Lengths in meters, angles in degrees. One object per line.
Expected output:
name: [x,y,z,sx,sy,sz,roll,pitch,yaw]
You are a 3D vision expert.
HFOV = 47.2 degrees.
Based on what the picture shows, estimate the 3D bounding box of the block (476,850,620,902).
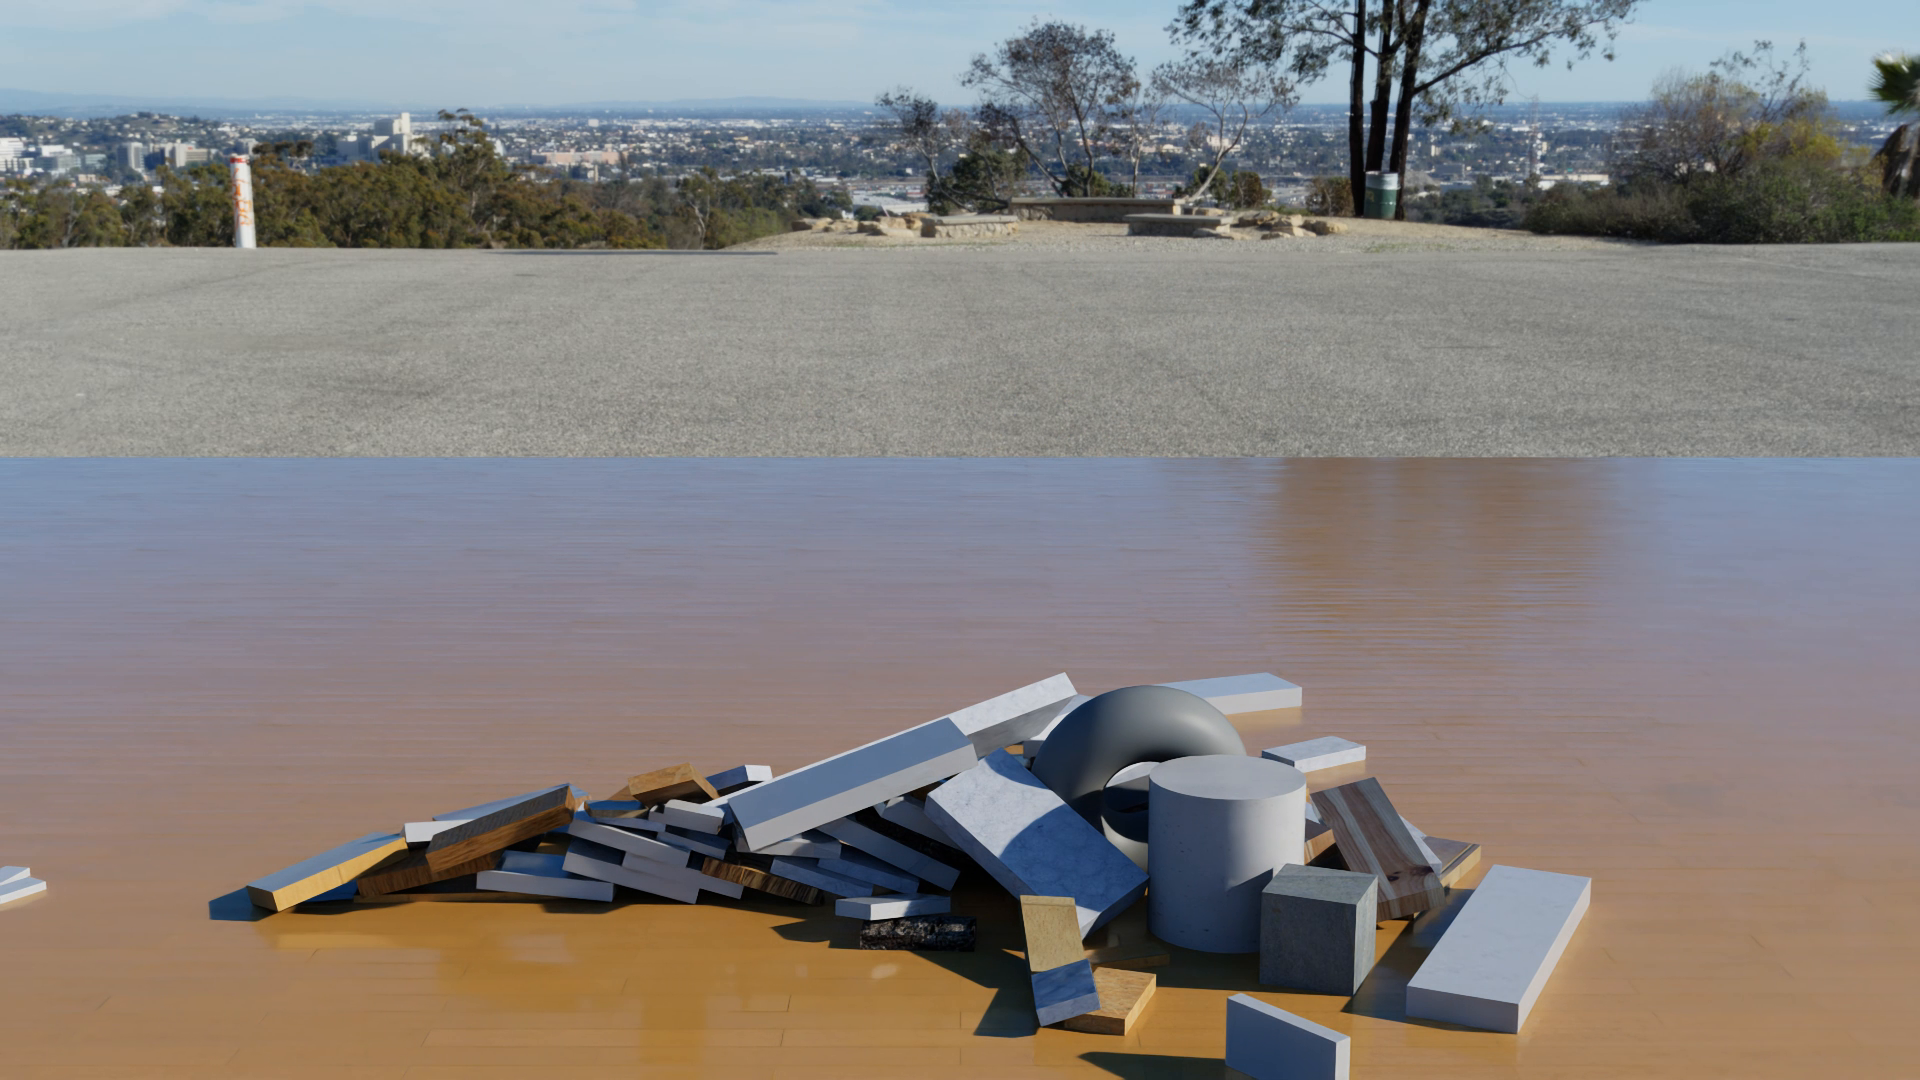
block: [-0.681,0.558,3.666,0.224,0.032,0.112,5,10,0]

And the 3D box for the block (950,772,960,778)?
block: [0.086,0.458,3.775,0.268,0.035,0.125,38,1,-41]

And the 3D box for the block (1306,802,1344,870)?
block: [0.571,0.509,3.988,0.150,0.042,0.449,-3,11,-17]

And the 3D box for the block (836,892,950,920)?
block: [-0.107,0.585,3.517,0.170,0.024,0.085,3,-4,-43]

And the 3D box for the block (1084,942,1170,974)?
block: [0.214,0.641,3.349,0.206,0.016,0.057,-4,11,-20]

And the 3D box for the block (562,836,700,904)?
block: [-0.541,0.544,3.661,0.224,0.032,0.112,16,10,-5]

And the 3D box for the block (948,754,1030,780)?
block: [0.167,0.443,4.199,0.340,0.048,0.170,0,3,-27]

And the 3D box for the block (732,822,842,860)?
block: [-0.287,0.495,3.632,0.170,0.024,0.085,6,10,-13]

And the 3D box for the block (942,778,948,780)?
block: [0.014,0.470,4.253,0.069,0.020,0.139,-6,12,-39]

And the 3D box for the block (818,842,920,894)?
block: [-0.153,0.546,3.680,0.170,0.024,0.085,18,9,-5]

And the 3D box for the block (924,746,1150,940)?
block: [0.121,0.489,3.532,0.170,0.048,0.340,-29,56,-35]

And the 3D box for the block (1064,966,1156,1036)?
block: [0.219,0.667,3.186,0.089,0.025,0.177,4,11,19]

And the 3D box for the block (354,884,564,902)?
block: [-0.827,0.586,3.656,0.349,0.013,0.046,-1,11,-3]

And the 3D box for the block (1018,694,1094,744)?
block: [0.173,0.378,4.701,0.142,0.040,0.283,8,13,37]

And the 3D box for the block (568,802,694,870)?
block: [-0.538,0.486,3.632,0.201,0.028,0.100,17,9,-1]

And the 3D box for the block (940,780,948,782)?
block: [-0.085,0.480,4.208,0.138,0.020,0.069,-8,13,-36]

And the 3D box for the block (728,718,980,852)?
block: [-0.177,0.398,3.616,0.397,0.040,0.142,-20,18,-12]

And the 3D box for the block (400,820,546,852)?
block: [-0.840,0.514,3.767,0.236,0.033,0.118,0,-27,-25]

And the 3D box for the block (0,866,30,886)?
block: [-1.622,0.574,3.719,0.046,0.013,0.093,2,11,11]

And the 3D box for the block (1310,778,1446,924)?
block: [0.693,0.513,3.680,0.119,0.034,0.424,-15,18,0]

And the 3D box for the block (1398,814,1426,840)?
block: [0.759,0.520,3.970,0.094,0.027,0.189,-2,11,-11]

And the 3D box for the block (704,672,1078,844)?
block: [-0.142,0.409,3.946,0.805,0.048,0.170,-17,-22,-35]

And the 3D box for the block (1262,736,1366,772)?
block: [0.714,0.433,4.437,0.194,0.027,0.097,-7,13,-34]

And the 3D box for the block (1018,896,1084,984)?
block: [0.139,0.605,3.332,0.085,0.024,0.170,4,31,-7]

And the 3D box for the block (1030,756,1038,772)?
block: [0.264,0.421,4.077,0.238,0.034,0.119,6,-10,-29]

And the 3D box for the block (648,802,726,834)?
block: [-0.447,0.456,3.604,0.115,0.016,0.058,11,9,4]

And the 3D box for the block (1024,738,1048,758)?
block: [0.246,0.394,4.166,0.238,0.034,0.119,-1,-3,9]

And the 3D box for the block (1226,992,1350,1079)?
block: [0.434,0.679,2.922,0.027,0.097,0.194,-9,14,-39]

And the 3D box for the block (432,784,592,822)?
block: [-0.806,0.497,3.965,0.258,0.037,0.129,-12,9,-26]

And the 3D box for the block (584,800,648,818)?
block: [-0.563,0.440,3.597,0.095,0.014,0.048,4,10,-24]

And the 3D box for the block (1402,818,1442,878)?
block: [0.740,0.525,3.744,0.094,0.027,0.189,-2,17,-9]

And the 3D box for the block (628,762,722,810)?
block: [-0.477,0.439,3.760,0.100,0.028,0.546,-14,-12,-3]

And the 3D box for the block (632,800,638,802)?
block: [-0.594,0.482,3.793,0.100,0.028,0.201,-14,-10,-4]

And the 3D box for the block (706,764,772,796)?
block: [-0.450,0.449,3.970,0.201,0.028,0.100,-19,-13,18]

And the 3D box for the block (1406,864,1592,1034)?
block: [0.839,0.619,3.388,0.159,0.045,0.589,5,12,25]

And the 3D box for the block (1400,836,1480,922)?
block: [0.778,0.568,3.711,0.097,0.027,0.352,6,12,30]

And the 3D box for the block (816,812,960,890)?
block: [-0.134,0.500,3.713,0.269,0.038,0.135,27,5,-11]

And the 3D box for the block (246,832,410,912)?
block: [-1.046,0.547,3.643,0.236,0.033,0.118,-21,12,-37]

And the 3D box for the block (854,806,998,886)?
block: [-0.056,0.495,3.742,0.269,0.038,0.135,27,5,-13]

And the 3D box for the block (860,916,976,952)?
block: [-0.065,0.617,3.454,0.177,0.025,0.089,0,11,3]

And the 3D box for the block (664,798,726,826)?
block: [-0.432,0.445,3.595,0.095,0.014,0.048,11,9,2]

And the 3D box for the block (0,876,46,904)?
block: [-1.578,0.584,3.664,0.046,0.013,0.093,6,12,31]

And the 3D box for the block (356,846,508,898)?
block: [-0.876,0.538,3.651,0.224,0.032,0.112,-13,10,2]

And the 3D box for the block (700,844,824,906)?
block: [-0.325,0.550,3.646,0.201,0.028,0.100,17,9,-5]

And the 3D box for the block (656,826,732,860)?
block: [-0.439,0.494,3.626,0.115,0.016,0.058,17,9,1]

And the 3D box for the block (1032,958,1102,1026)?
block: [0.151,0.649,3.162,0.089,0.025,0.177,-17,4,1]

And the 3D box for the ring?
ring: [0.300,0.415,3.680,0.378,0.378,0.126,-2,27,-9]

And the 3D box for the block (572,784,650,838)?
block: [-0.597,0.505,4.028,0.129,0.037,0.258,3,11,15]

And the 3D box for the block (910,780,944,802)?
block: [-0.015,0.438,3.714,0.170,0.024,0.085,26,6,-23]

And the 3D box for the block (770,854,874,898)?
block: [-0.228,0.553,3.646,0.170,0.024,0.085,18,9,-3]

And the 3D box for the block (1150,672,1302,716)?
block: [0.588,0.345,4.874,0.300,0.042,0.150,-4,11,-22]

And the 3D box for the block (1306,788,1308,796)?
block: [0.627,0.476,4.246,0.050,0.014,0.099,-4,11,-21]

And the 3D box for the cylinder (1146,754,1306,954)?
cylinder: [0.423,0.495,3.501,0.247,0.247,0.247,0,11,0]

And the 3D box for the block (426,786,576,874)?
block: [-0.748,0.471,3.592,0.236,0.033,0.118,-20,10,-4]

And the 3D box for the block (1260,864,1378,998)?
block: [0.540,0.584,3.309,0.142,0.142,0.142,4,11,23]

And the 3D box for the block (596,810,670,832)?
block: [-0.536,0.456,3.616,0.115,0.016,0.058,8,9,2]

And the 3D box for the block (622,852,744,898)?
block: [-0.455,0.539,3.650,0.201,0.028,0.100,16,9,-5]

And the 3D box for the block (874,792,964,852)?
block: [-0.021,0.473,3.697,0.283,0.040,0.142,26,6,-21]

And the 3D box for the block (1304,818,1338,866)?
block: [0.493,0.513,3.806,0.159,0.045,0.319,-22,16,-21]
